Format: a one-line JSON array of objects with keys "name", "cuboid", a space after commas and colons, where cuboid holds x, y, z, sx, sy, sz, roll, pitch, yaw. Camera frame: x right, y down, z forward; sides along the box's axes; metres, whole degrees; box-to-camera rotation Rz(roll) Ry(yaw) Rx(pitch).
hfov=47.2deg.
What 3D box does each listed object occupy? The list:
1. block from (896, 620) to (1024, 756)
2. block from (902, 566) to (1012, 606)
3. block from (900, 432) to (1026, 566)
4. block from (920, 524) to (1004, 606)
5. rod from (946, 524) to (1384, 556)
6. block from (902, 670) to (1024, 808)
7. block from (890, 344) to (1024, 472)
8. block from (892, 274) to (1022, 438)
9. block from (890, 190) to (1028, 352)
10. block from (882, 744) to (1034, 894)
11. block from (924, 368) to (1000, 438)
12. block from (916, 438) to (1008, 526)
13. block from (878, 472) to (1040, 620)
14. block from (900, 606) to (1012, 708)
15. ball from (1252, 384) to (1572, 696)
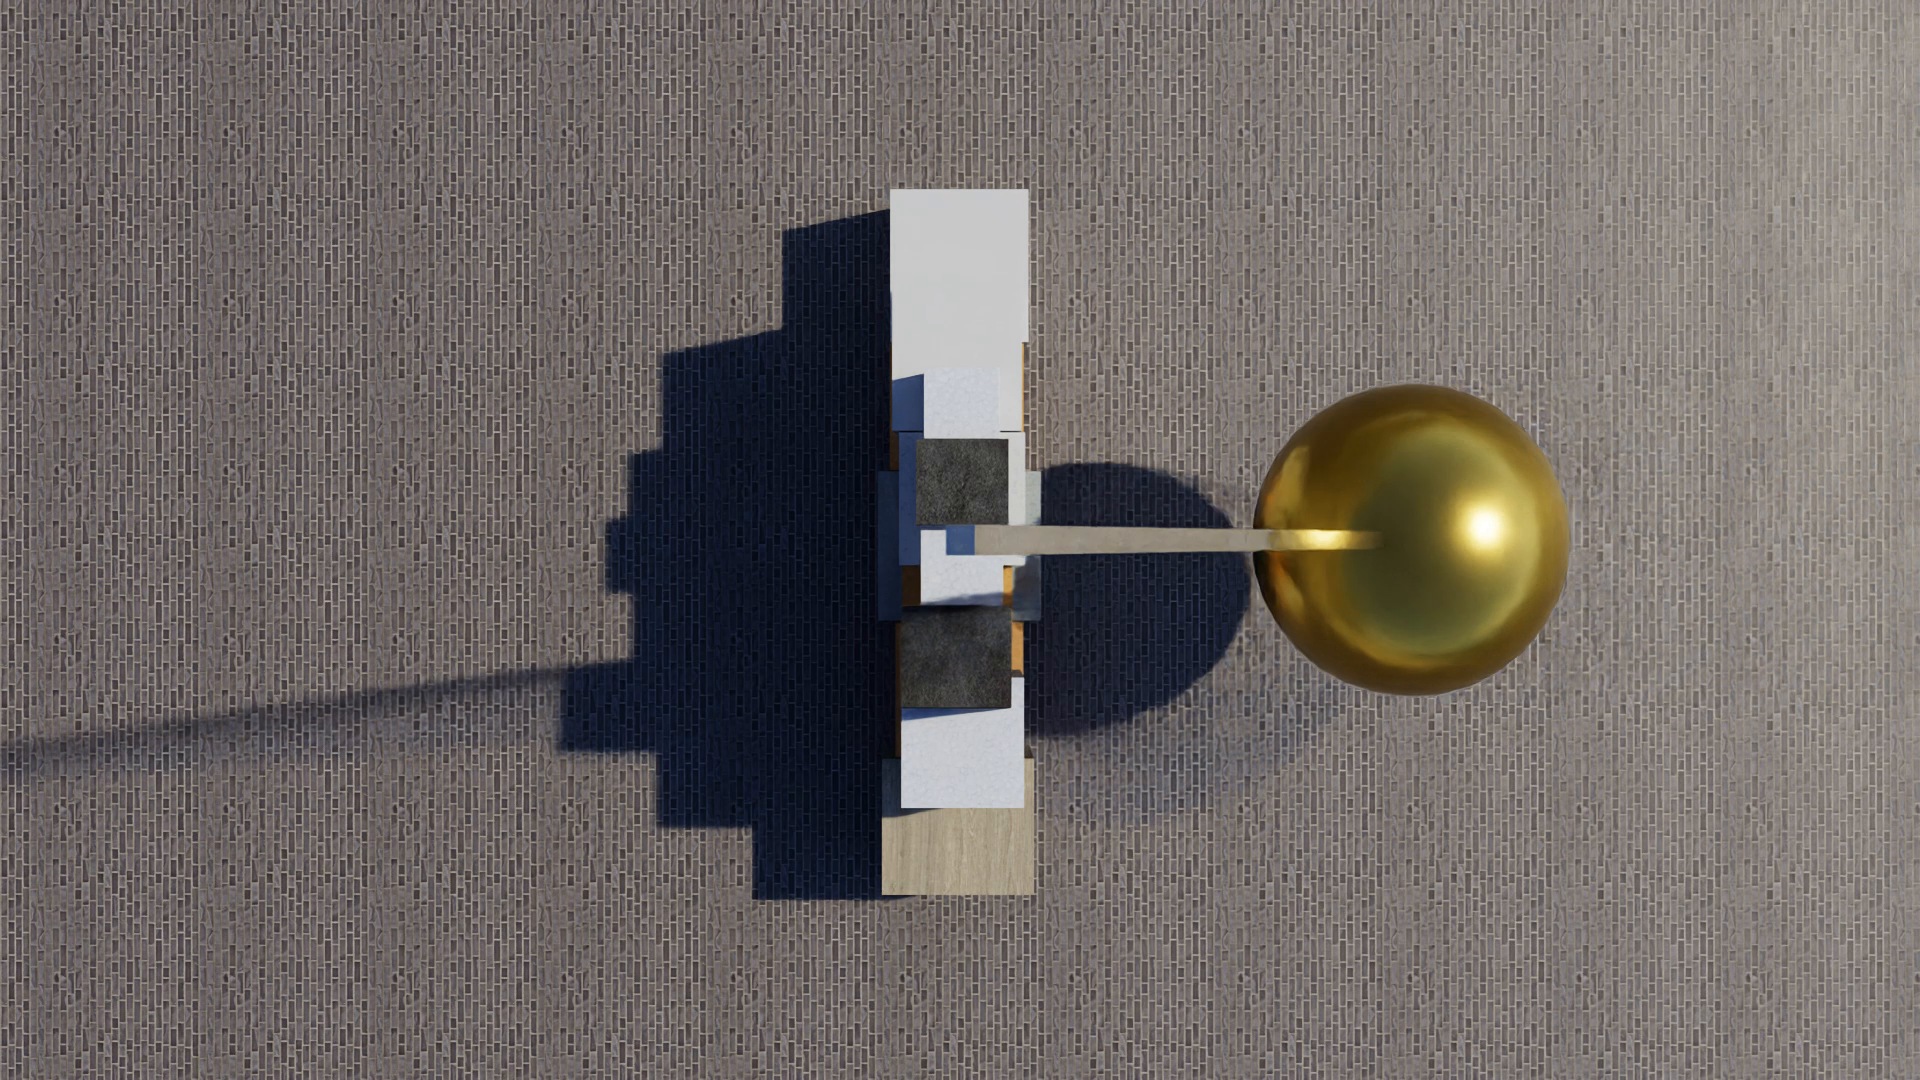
[{"name": "block", "cuboid": [-0.004, 0.829, 12.583, 0.708, 0.834, 0.743, 0, 90, 0]}, {"name": "block", "cuboid": [-0.015, 0.419, 11.917, 0.582, 0.499, 0.564, 0, 89, 0]}, {"name": "block", "cuboid": [0.011, -0.216, 11.861, 0.662, 0.658, 0.697, 0, 90, 0]}, {"name": "block", "cuboid": [0.011, 0.138, 11.359, 0.420, 0.347, 0.430, 0, 90, 0]}, {"name": "rod", "cuboid": [0.994, 0.000, 8.098, 0.080, 5.200, 0.080, 0, 90, 22]}, {"name": "block", "cuboid": [0.014, 1.055, 11.806, 0.639, 0.720, 0.678, 0, 90, 0]}, {"name": "block", "cuboid": [-0.019, -0.745, 12.657, 0.750, 0.687, 0.708, 0, 90, 0]}, {"name": "block", "cuboid": [-0.016, -0.984, 11.921, 0.679, 0.784, 0.820, 0, 90, 0]}, {"name": "block", "cuboid": [-0.004, -1.537, 12.656, 0.774, 0.687, 0.855, 0, 90, 0]}, {"name": "block", "cuboid": [-0.011, 1.587, 12.586, 0.841, 0.829, 0.754, 0, 90, 0]}, {"name": "block", "cuboid": [0.008, -0.695, 11.337, 0.382, 0.383, 0.359, 0, 90, 0]}, {"name": "block", "cuboid": [0.012, -0.293, 11.288, 0.466, 0.488, 0.431, 0, 90, 0]}, {"name": "block", "cuboid": [-0.003, 0.033, 12.595, 0.904, 0.810, 0.829, 0, 90, 0]}, {"name": "block", "cuboid": [-0.019, 0.600, 11.145, 0.546, 0.619, 0.501, 0, 85, 0]}, {"name": "ball", "cuboid": [2.295, 0.000, 11.240, 1.600, 1.600, 1.600, 0, 90, 0]}]
